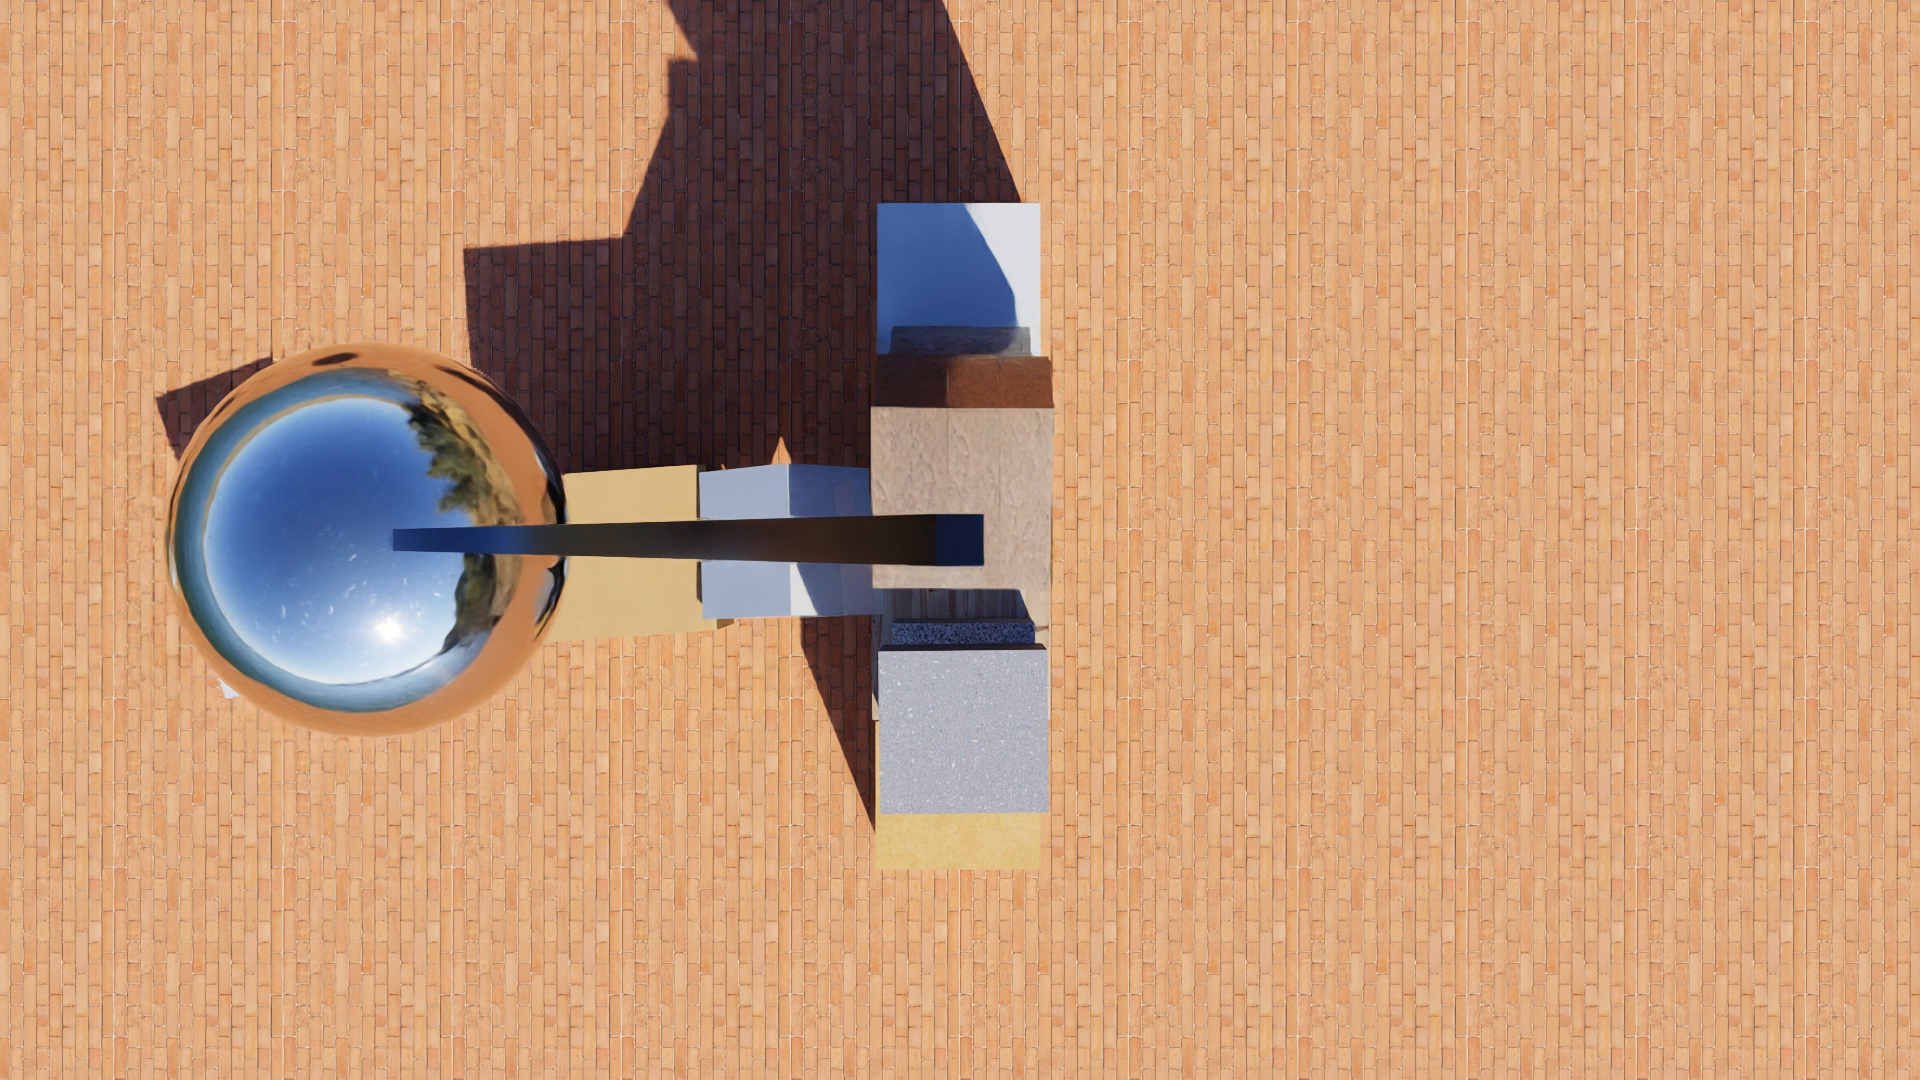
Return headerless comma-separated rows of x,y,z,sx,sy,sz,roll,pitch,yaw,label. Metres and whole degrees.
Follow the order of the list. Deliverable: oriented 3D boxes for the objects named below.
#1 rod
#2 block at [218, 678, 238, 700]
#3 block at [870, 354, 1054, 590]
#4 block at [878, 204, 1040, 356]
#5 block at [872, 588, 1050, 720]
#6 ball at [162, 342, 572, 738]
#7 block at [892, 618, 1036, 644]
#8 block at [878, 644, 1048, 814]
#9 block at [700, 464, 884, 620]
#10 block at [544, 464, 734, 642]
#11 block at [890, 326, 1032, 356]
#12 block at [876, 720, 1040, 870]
-1.030,0.000,5.764,0.080,5.200,0.080,0,90,-23,rod
-3.890,0.415,12.657,0.733,0.686,0.754,-20,90,0,block
0.010,-0.343,10.823,0.859,0.739,0.938,1,114,0,block
-0.006,-1.341,12.461,0.883,1.077,0.971,0,90,0,block
0.007,0.538,12.588,0.983,0.824,0.917,0,90,0,block
-2.376,0.000,8.886,1.600,1.600,1.600,0,90,0,ball
0.019,0.806,11.808,0.747,0.737,0.745,0,90,0,block
0.018,0.938,11.088,0.825,0.703,0.795,-1,90,0,block
-0.923,0.020,12.077,0.679,0.723,0.804,-4,86,40,block
-1.867,0.074,12.540,1.003,0.920,0.914,-4,90,0,block
0.001,-0.618,11.558,0.736,0.826,0.786,0,114,0,block
-0.010,1.417,12.596,0.915,0.809,0.821,0,90,0,block
